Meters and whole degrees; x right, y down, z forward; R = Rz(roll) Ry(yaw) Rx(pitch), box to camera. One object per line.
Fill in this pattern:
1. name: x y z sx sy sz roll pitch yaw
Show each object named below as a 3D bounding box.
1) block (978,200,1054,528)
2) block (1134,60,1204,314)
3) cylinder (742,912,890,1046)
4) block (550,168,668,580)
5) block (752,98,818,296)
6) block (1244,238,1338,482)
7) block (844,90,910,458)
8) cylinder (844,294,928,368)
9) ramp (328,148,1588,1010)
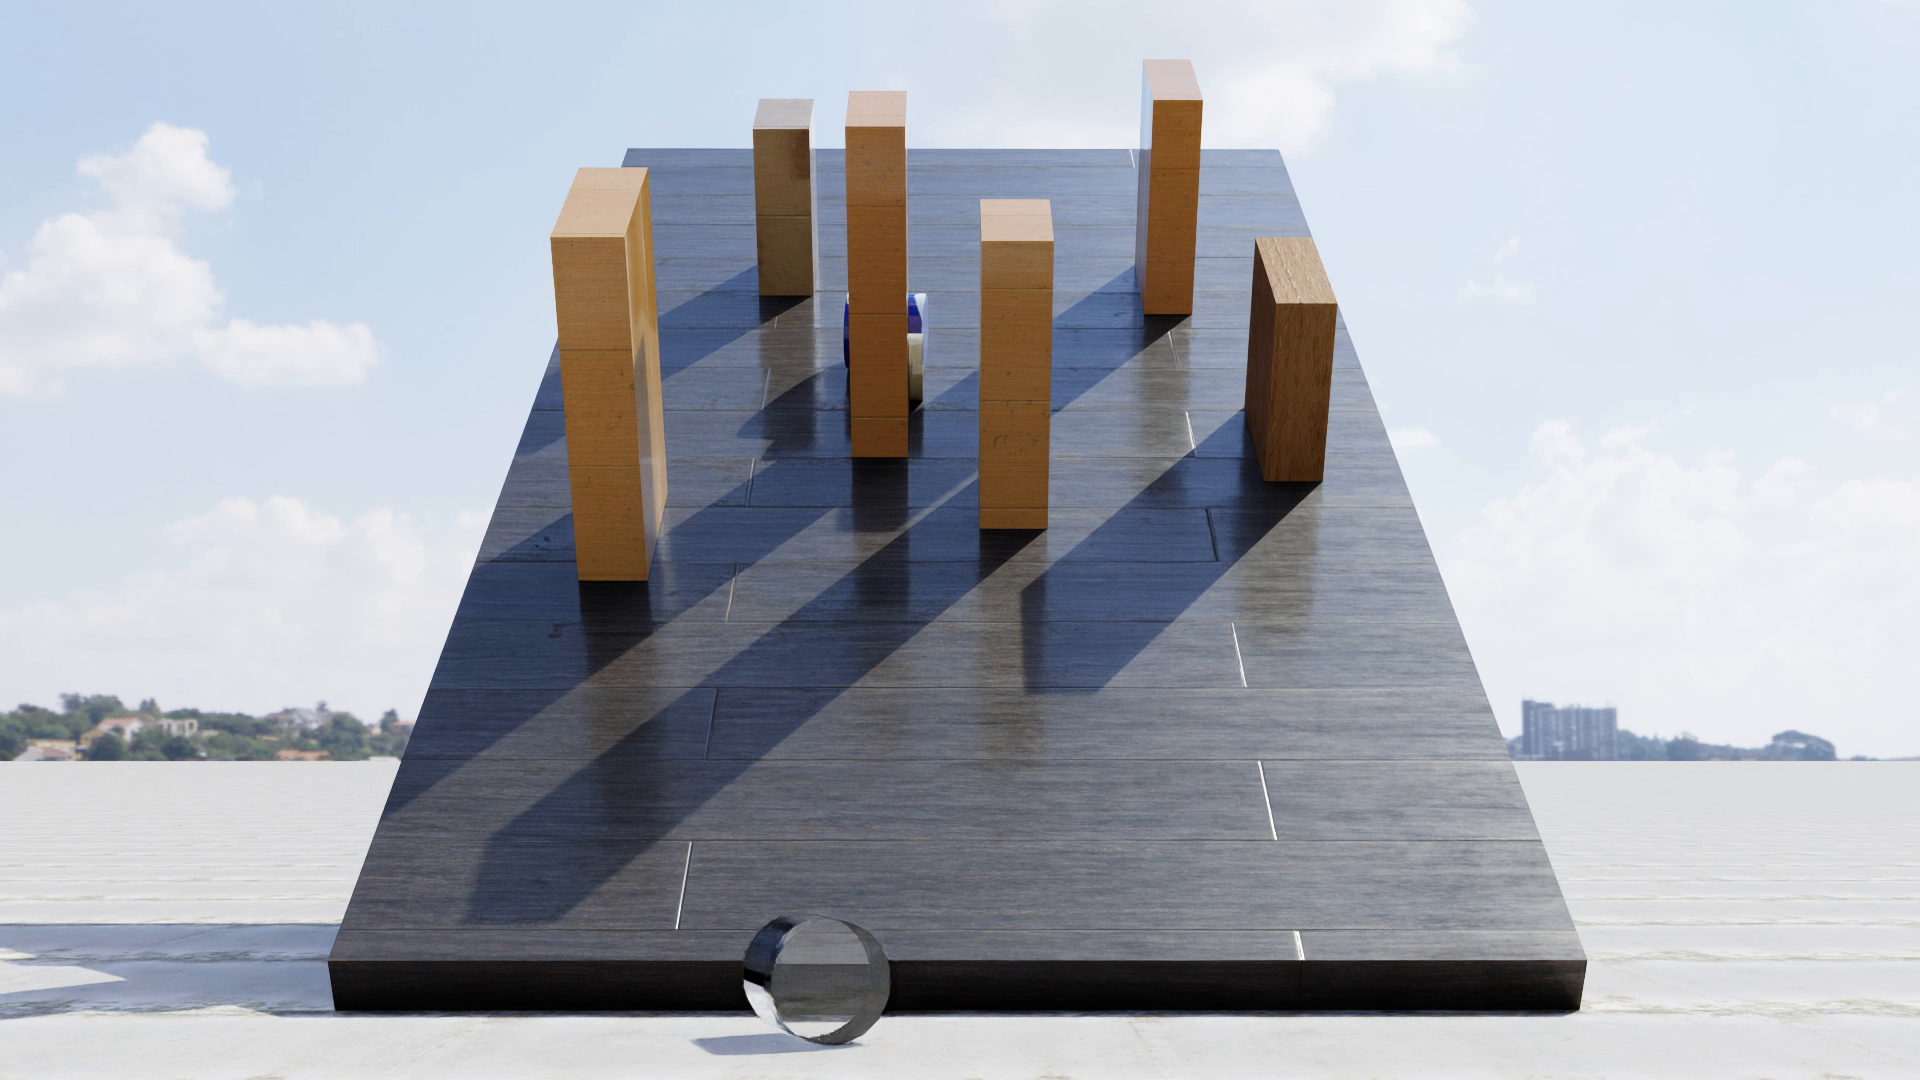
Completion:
1. block: 0.115 -0.370 5.048 0.145 0.652 0.245 0 28 0
2. block: 0.537 -0.916 6.173 0.124 0.570 0.349 0 28 0
3. cylinder: -0.210 0.634 3.457 0.176 0.176 0.176 2 -5 -18
4. block: -0.711 -0.341 4.888 0.141 0.746 0.402 0 28 0
5. block: -0.456 -0.902 6.265 0.144 0.453 0.254 0 28 0
6. block: 0.741 -0.411 5.373 0.131 0.425 0.396 0 28 0
7. block: -0.181 -0.590 5.329 0.127 0.777 0.251 0 28 0
8. cylinder: -0.179 -0.509 5.806 0.188 0.188 0.188 2 -5 4
9. ramp: -0.011 -0.223 5.575 2.000 0.100 4.000 0 28 0
